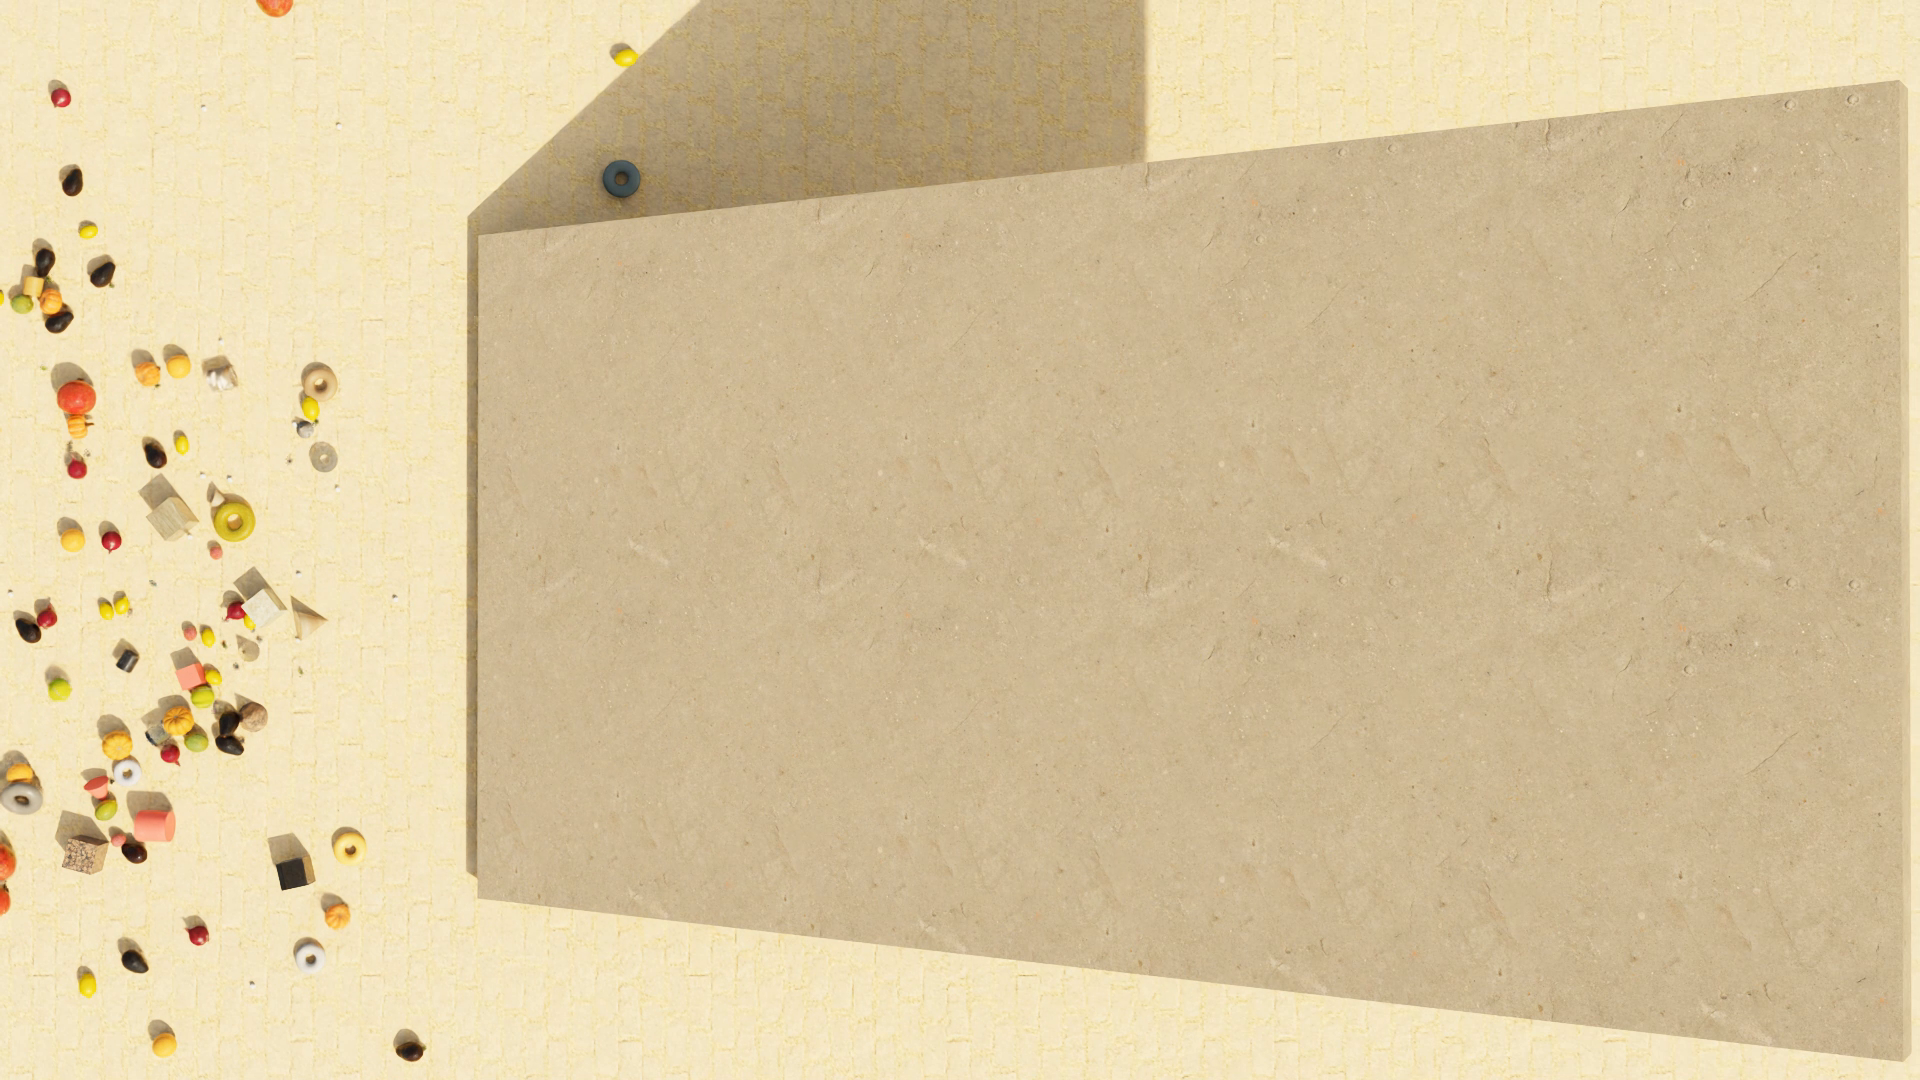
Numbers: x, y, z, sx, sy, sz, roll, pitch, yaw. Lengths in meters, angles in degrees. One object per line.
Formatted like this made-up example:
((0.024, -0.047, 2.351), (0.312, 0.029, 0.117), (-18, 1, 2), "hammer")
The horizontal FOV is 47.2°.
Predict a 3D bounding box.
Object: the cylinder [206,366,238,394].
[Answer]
((-2.243, -0.487, 6.685), (0.070, 0.070, 0.070), (-11, 90, 0), "cylinder")

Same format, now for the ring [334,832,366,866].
((-1.855, 0.941, 6.691), (0.101, 0.034, 0.101), (0, 89, -1), "ring")

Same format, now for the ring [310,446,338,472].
((-1.937, -0.246, 6.705), (0.083, 0.028, 0.083), (0, 89, -1), "ring")

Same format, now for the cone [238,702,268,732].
((-2.157, 0.540, 6.665), (0.092, 0.092, 0.092), (0, 89, 0), "cone")

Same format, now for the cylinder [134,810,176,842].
((-2.439, 0.866, 6.662), (0.093, 0.093, 0.093), (2, 89, 0), "cylinder")

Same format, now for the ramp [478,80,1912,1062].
((0.258, 0.071, 5.596), (4.000, 0.100, 2.000), (0, 89, 33), "ramp")

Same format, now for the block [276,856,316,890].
((-2.013, 1.009, 6.666), (0.082, 0.082, 0.082), (-13, 90, 0), "block")

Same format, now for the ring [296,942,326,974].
((-1.975, 1.273, 6.689), (0.094, 0.031, 0.094), (0, 89, 1), "ring")

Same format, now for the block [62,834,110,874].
((-2.649, 0.953, 6.662), (0.091, 0.091, 0.091), (15, 90, 0), "block")

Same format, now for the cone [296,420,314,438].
((-2.000, -0.337, 6.692), (0.055, 0.055, 0.055), (0, 89, 0), "cone")

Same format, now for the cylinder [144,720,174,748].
((-2.433, 0.588, 6.681), (0.060, 0.060, 0.060), (-35, 90, 0), "cylinder")

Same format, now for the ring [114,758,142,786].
((-2.535, 0.708, 6.696), (0.086, 0.029, 0.086), (0, 88, 0), "ring")

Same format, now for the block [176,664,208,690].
((-2.334, 0.416, 6.681), (0.062, 0.062, 0.062), (-22, 90, 0), "block")

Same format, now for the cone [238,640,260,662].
((-2.170, 0.339, 6.680), (0.067, 0.067, 0.067), (0, 89, 0), "cone")

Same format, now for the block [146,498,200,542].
((-2.387, -0.062, 6.669), (0.094, 0.094, 0.094), (-39, 90, 0), "block")

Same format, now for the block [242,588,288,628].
((-2.109, 0.207, 6.672), (0.084, 0.084, 0.084), (-38, 90, 0), "block")

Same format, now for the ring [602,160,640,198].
((-1.032, -1.101, 6.707), (0.115, 0.038, 0.115), (0, 90, -1), "ring")

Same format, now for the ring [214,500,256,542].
((-2.209, -0.057, 6.696), (0.128, 0.043, 0.128), (0, 89, -1), "ring")

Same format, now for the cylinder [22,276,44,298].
((-2.821, -0.771, 6.695), (0.055, 0.055, 0.055), (8, 90, 0), "cylinder")

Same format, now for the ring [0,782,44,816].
((-2.843, 0.784, 6.665), (0.126, 0.042, 0.126), (-4, 128, -5), "ring")

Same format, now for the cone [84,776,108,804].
((-2.614, 0.772, 6.692), (0.077, 0.077, 0.077), (-14, 116, 0), "cone")

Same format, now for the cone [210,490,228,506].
((-2.251, -0.119, 6.704), (0.058, 0.058, 0.058), (18, 89, -26), "cone")

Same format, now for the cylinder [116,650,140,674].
((-2.531, 0.368, 6.686), (0.053, 0.053, 0.053), (32, 90, 0), "cylinder")

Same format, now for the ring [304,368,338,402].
((-1.949, -0.473, 6.703), (0.106, 0.035, 0.106), (0, 90, 1), "ring")
